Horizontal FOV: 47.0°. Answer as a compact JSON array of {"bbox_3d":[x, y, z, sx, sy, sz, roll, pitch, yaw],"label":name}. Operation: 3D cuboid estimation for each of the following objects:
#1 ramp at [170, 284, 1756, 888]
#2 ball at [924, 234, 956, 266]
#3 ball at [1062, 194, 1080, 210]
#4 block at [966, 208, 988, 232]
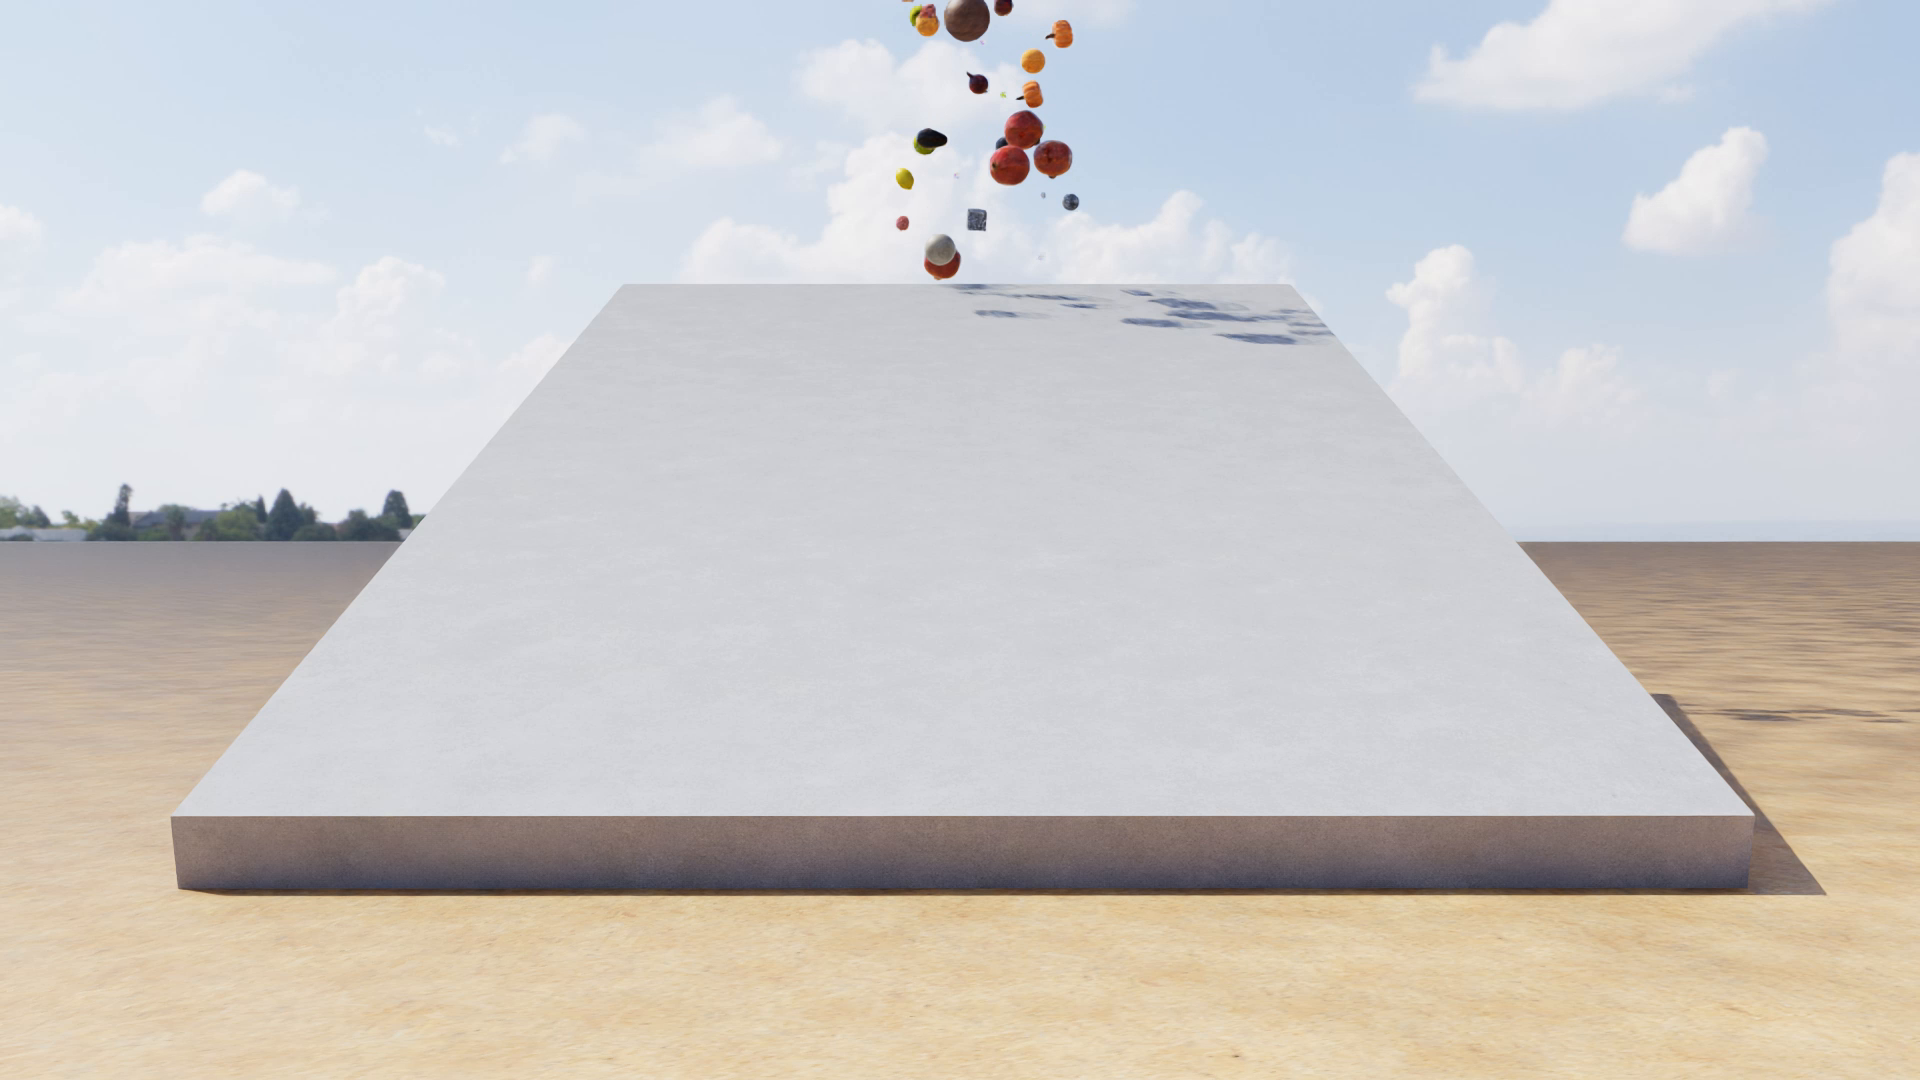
[{"bbox_3d":[-0.002,-0.162,4.723,2.000,0.100,4.000,0,16,0],"label":"ramp"},{"bbox_3d":[-0.056,-0.816,6.207,0.090,0.090,0.090,0,0,0],"label":"ball"},{"bbox_3d":[0.322,-0.983,6.430,0.050,0.050,0.050,0,0,0],"label":"ball"},{"bbox_3d":[0.049,-0.940,6.486,0.054,0.054,0.054,3,20,-5],"label":"block"}]
